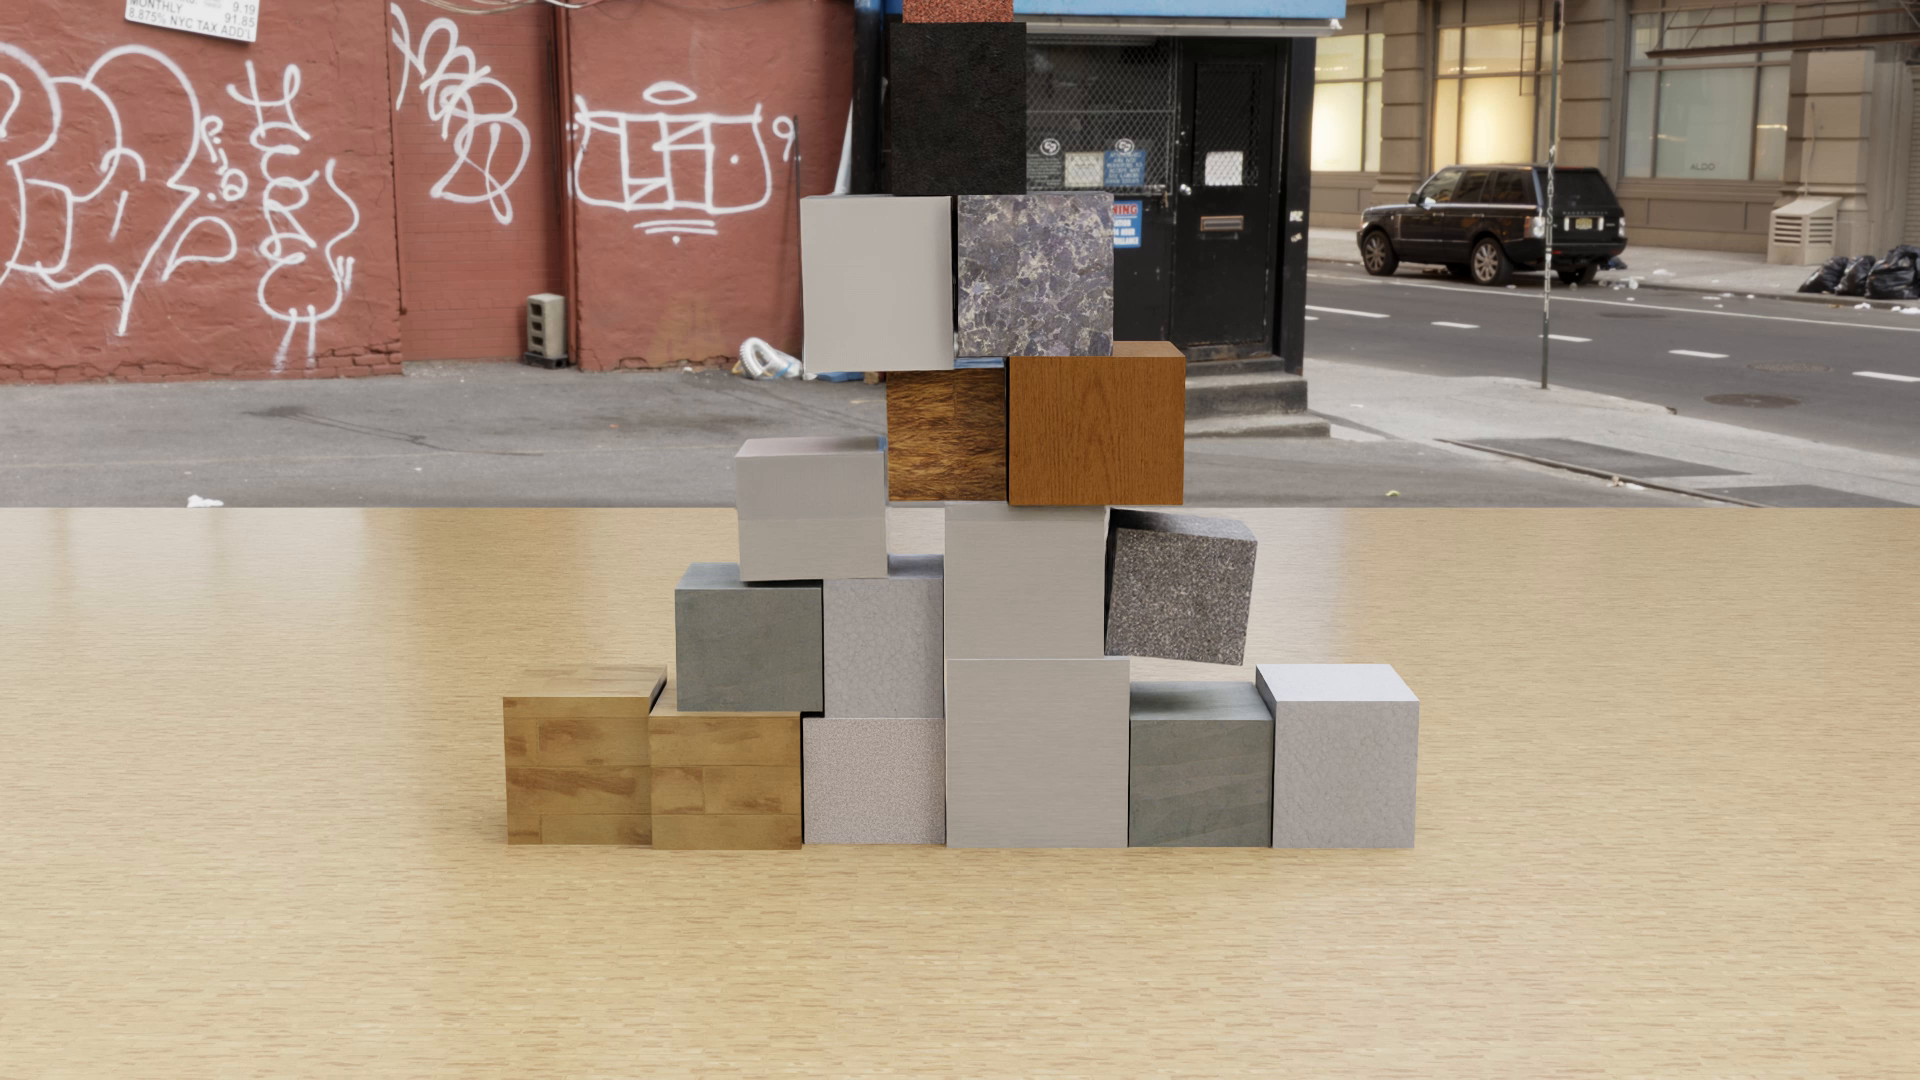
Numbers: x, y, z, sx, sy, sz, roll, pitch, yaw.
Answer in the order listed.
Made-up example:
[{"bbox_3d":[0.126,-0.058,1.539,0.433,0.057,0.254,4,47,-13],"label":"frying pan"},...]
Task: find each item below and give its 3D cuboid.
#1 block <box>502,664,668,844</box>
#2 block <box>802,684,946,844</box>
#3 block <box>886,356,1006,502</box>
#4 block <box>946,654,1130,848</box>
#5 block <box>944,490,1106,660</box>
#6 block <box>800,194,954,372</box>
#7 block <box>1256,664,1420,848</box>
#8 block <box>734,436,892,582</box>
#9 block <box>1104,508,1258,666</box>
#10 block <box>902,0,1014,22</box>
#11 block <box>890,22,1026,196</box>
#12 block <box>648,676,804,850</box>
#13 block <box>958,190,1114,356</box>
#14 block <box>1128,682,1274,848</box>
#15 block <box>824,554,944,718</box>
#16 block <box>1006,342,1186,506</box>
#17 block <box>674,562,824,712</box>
[{"bbox_3d":[-1.916,1.098,11.377,0.729,0.768,0.695,0,10,0],"label":"block"},{"bbox_3d":[-0.431,1.153,11.402,0.710,0.652,0.695,0,10,0],"label":"block"},{"bbox_3d":[-0.066,-0.566,11.081,0.579,0.652,0.557,-1,10,0],"label":"block"},{"bbox_3d":[0.388,0.998,11.364,0.906,0.971,0.808,0,10,0],"label":"block"},{"bbox_3d":[0.318,0.141,11.188,0.786,0.778,0.746,0,10,0],"label":"block"},{"bbox_3d":[-0.399,-1.294,10.964,0.721,0.834,0.722,-1,10,0],"label":"block"},{"bbox_3d":[1.926,1.104,11.363,0.710,0.763,0.784,0,10,0],"label":"block"},{"bbox_3d":[-0.731,-0.171,11.156,0.728,0.622,0.664,-1,10,0],"label":"block"},{"bbox_3d":[1.096,0.232,11.207,0.691,0.638,0.596,5,10,-1],"label":"block"},{"bbox_3d":[-0.010,-2.763,10.661,0.524,0.528,0.529,0,10,0],"label":"block"},{"bbox_3d":[-0.007,-2.113,10.812,0.644,0.806,0.717,0,10,0],"label":"block"},{"bbox_3d":[-1.169,1.138,11.371,0.746,0.692,0.842,0,10,0],"label":"block"},{"bbox_3d":[0.363,-1.334,10.922,0.745,0.769,0.757,0,10,0],"label":"block"},{"bbox_3d":[1.206,1.150,11.399,0.710,0.659,0.796,0,10,0],"label":"block"},{"bbox_3d":[-0.381,0.483,11.280,0.592,0.711,0.669,0,10,0],"label":"block"},{"bbox_3d":[0.663,-0.601,11.069,0.848,0.725,0.842,0,10,0],"label":"block"},{"bbox_3d":[-1.050,0.487,11.277,0.726,0.622,0.707,0,10,0],"label":"block"}]
